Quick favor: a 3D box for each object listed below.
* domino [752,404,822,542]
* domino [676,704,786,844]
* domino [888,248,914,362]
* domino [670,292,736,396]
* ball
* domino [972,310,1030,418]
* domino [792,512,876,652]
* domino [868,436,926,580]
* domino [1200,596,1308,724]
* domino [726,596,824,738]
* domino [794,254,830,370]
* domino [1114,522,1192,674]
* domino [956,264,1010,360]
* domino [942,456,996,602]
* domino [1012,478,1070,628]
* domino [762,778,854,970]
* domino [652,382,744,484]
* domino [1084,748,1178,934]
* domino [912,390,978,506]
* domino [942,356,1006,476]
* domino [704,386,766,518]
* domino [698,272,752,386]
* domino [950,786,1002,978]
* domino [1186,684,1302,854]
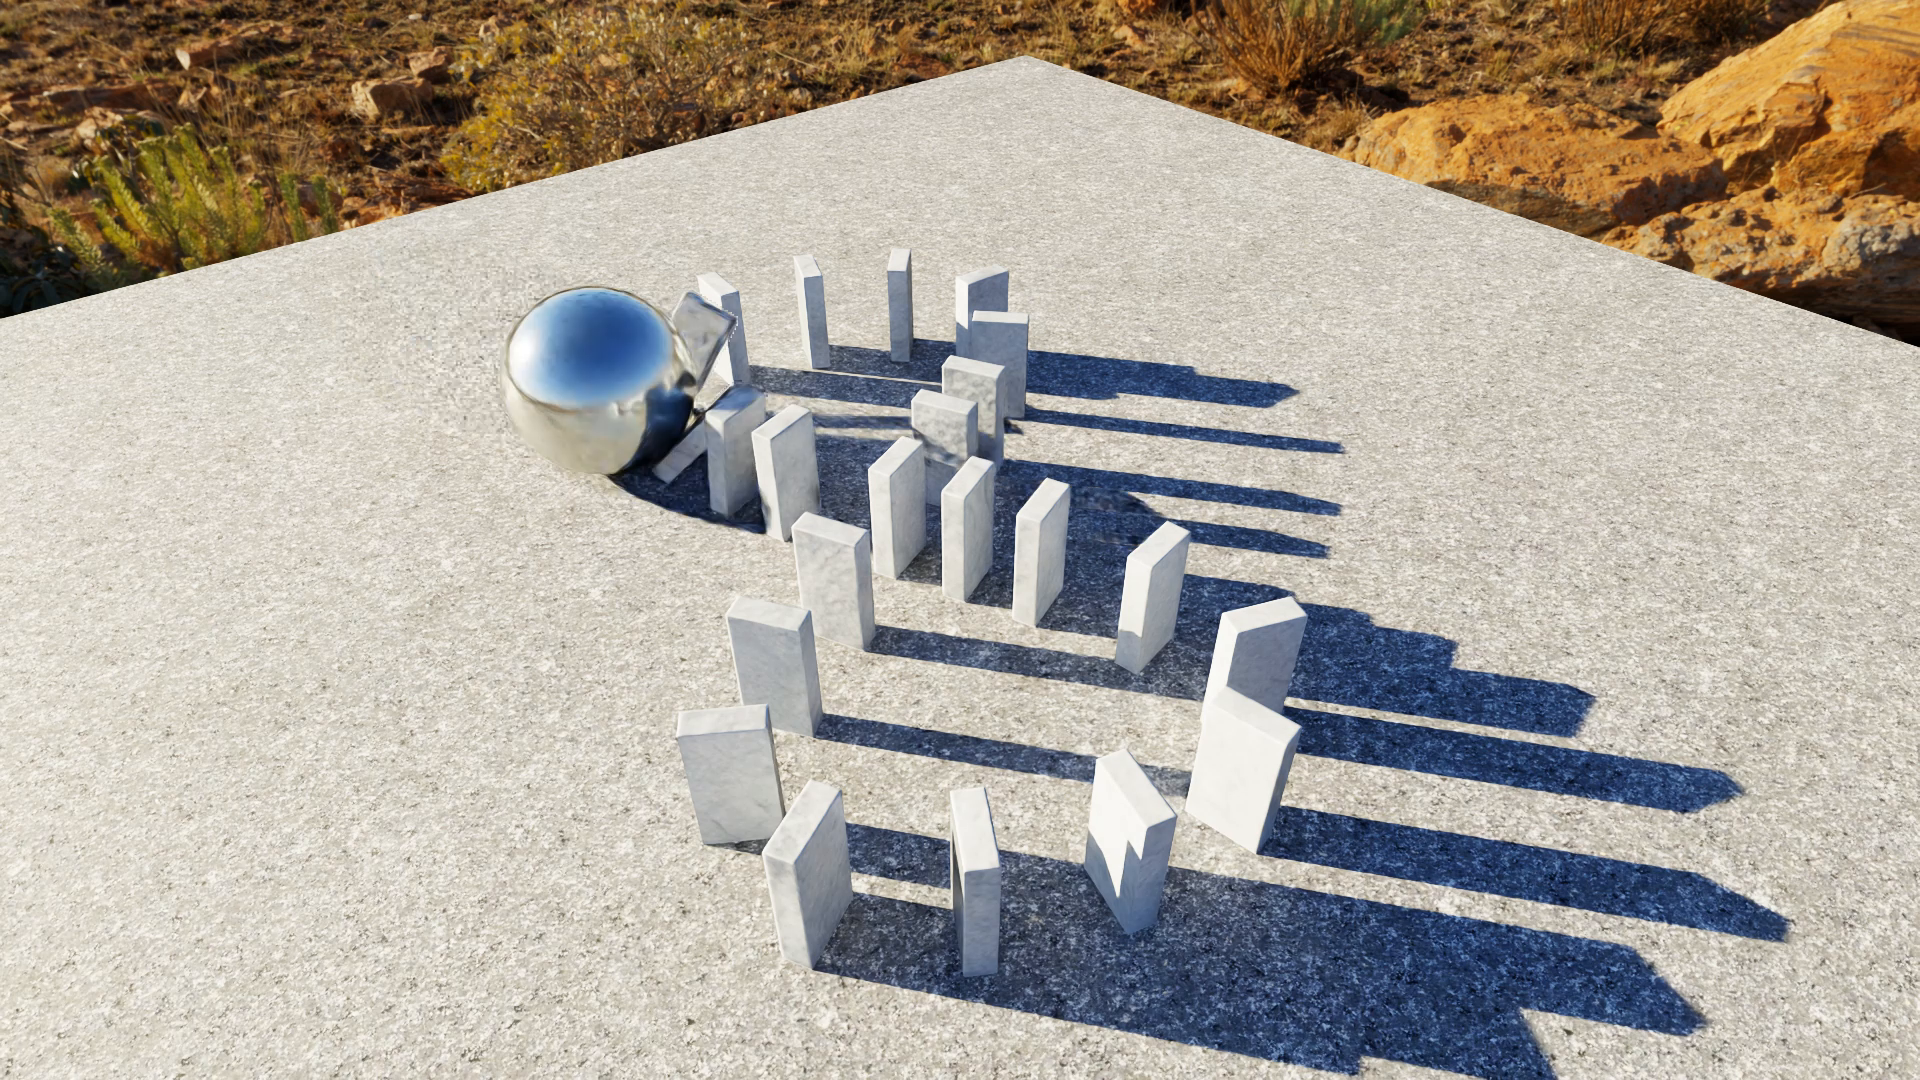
[{"bbox_3d":[-0.069,-0.027,0.444,0.009,0.050,0.025,22,44,25],"label":"domino"},{"bbox_3d":[-0.067,0.070,0.326,0.025,0.050,0.009,-4,40,-5],"label":"domino"},{"bbox_3d":[-0.030,-0.118,0.556,0.010,0.050,0.025,2,39,2],"label":"domino"},{"bbox_3d":[-0.128,-0.088,0.514,0.025,0.050,0.010,32,18,-2],"label":"domino"},{"bbox_3d":[-0.153,-0.068,0.469,0.080,0.080,0.080,0,39,0],"label":"ball"},{"bbox_3d":[0.018,-0.081,0.510,0.025,0.050,0.009,4,40,5],"label":"domino"},{"bbox_3d":[-0.045,0.015,0.393,0.025,0.050,0.010,16,42,19],"label":"domino"},{"bbox_3d":[-0.024,-0.012,0.426,0.009,0.050,0.025,19,43,21],"label":"domino"},{"bbox_3d":[0.095,0.043,0.359,0.025,0.050,0.009,-12,41,-14],"label":"domino"},{"bbox_3d":[-0.060,0.042,0.360,0.025,0.050,0.009,11,41,13],"label":"domino"},{"bbox_3d":[-0.074,-0.114,0.551,0.009,0.050,0.025,-11,41,-13],"label":"domino"},{"bbox_3d":[0.067,0.021,0.386,0.010,0.050,0.025,28,47,30],"label":"domino"},{"bbox_3d":[0.011,-0.108,0.544,0.025,0.050,0.010,-26,46,-28],"label":"domino"},{"bbox_3d":[0.003,-0.004,0.416,0.010,0.050,0.025,18,42,20],"label":"domino"},{"bbox_3d":[0.030,0.005,0.405,0.009,0.050,0.025,19,43,22],"label":"domino"},{"bbox_3d":[-0.041,0.092,0.300,0.009,0.050,0.025,15,42,18],"label":"domino"},{"bbox_3d":[-0.111,-0.046,0.473,0.009,0.050,0.025,43,38,-17],"label":"domino"},{"bbox_3d":[0.047,0.085,0.308,0.010,0.050,0.025,-16,42,-19],"label":"domino"},{"bbox_3d":[-0.006,-0.036,0.456,0.025,0.050,0.010,16,42,18],"label":"domino"},{"bbox_3d":[0.006,-0.054,0.477,0.025,0.050,0.009,15,42,17],"label":"domino"},{"bbox_3d":[-0.092,-0.036,0.455,0.010,0.050,0.025,27,46,19],"label":"domino"},{"bbox_3d":[-0.114,-0.102,0.536,0.010,0.050,0.025,-24,45,-26],"label":"domino"},{"bbox_3d":[0.004,0.093,0.298,0.009,0.050,0.025,-5,40,-7],"label":"domino"},{"bbox_3d":[0.084,0.069,0.327,0.025,0.050,0.010,28,47,30],"label":"domino"}]
